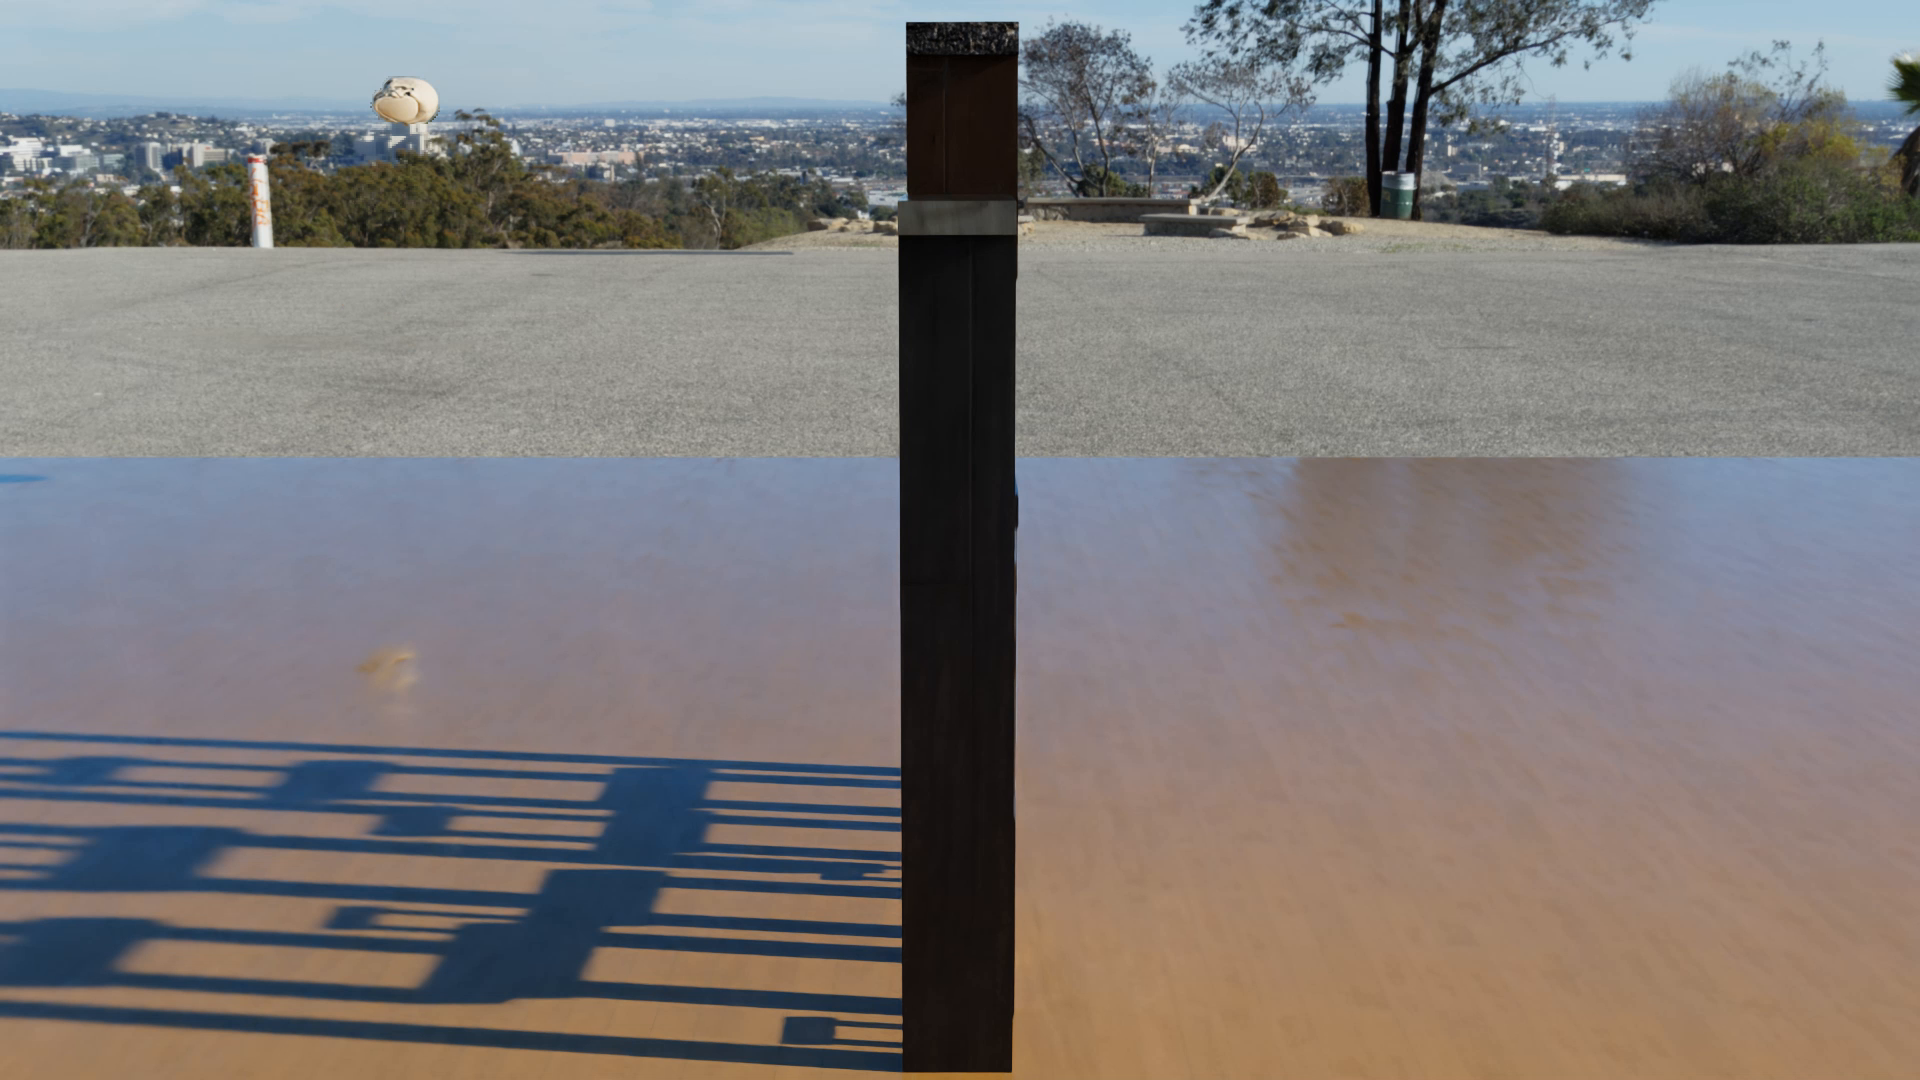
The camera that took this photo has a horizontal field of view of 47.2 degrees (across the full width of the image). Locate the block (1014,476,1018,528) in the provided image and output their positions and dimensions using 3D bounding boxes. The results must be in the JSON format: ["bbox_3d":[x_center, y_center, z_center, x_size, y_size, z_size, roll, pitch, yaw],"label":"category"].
[{"bbox_3d":[0.001,-0.075,3.523,0.175,0.050,0.350,0,11,0],"label":"block"}]

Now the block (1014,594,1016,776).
[{"bbox_3d":[0.003,0.207,3.028,0.146,0.292,0.041,0,11,0],"label":"block"}]

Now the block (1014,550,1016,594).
[{"bbox_3d":[0.003,0.025,3.093,0.146,0.041,0.292,0,11,0],"label":"block"}]

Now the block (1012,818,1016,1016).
[{"bbox_3d":[0.002,0.531,3.154,0.153,0.305,0.043,0,11,0],"label":"block"}]

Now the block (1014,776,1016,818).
[{"bbox_3d":[0.002,0.341,3.222,0.153,0.043,0.305,0,11,0],"label":"block"}]

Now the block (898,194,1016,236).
[{"bbox_3d":[-0.004,-0.428,2.881,0.148,0.042,0.296,0,11,0],"label":"block"}]

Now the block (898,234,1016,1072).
[{"bbox_3d":[-0.004,0.163,2.890,0.148,1.123,0.042,0,10,0],"label":"block"}]

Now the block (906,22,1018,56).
[{"bbox_3d":[0.003,-0.710,3.139,0.153,0.043,0.307,0,10,0],"label":"block"}]

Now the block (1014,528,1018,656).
[{"bbox_3d":[0.001,0.142,3.445,0.175,0.350,0.050,0,11,0],"label":"block"}]

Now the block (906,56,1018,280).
[{"bbox_3d":[0.003,-0.519,3.070,0.153,0.307,0.043,0,10,0],"label":"block"}]
